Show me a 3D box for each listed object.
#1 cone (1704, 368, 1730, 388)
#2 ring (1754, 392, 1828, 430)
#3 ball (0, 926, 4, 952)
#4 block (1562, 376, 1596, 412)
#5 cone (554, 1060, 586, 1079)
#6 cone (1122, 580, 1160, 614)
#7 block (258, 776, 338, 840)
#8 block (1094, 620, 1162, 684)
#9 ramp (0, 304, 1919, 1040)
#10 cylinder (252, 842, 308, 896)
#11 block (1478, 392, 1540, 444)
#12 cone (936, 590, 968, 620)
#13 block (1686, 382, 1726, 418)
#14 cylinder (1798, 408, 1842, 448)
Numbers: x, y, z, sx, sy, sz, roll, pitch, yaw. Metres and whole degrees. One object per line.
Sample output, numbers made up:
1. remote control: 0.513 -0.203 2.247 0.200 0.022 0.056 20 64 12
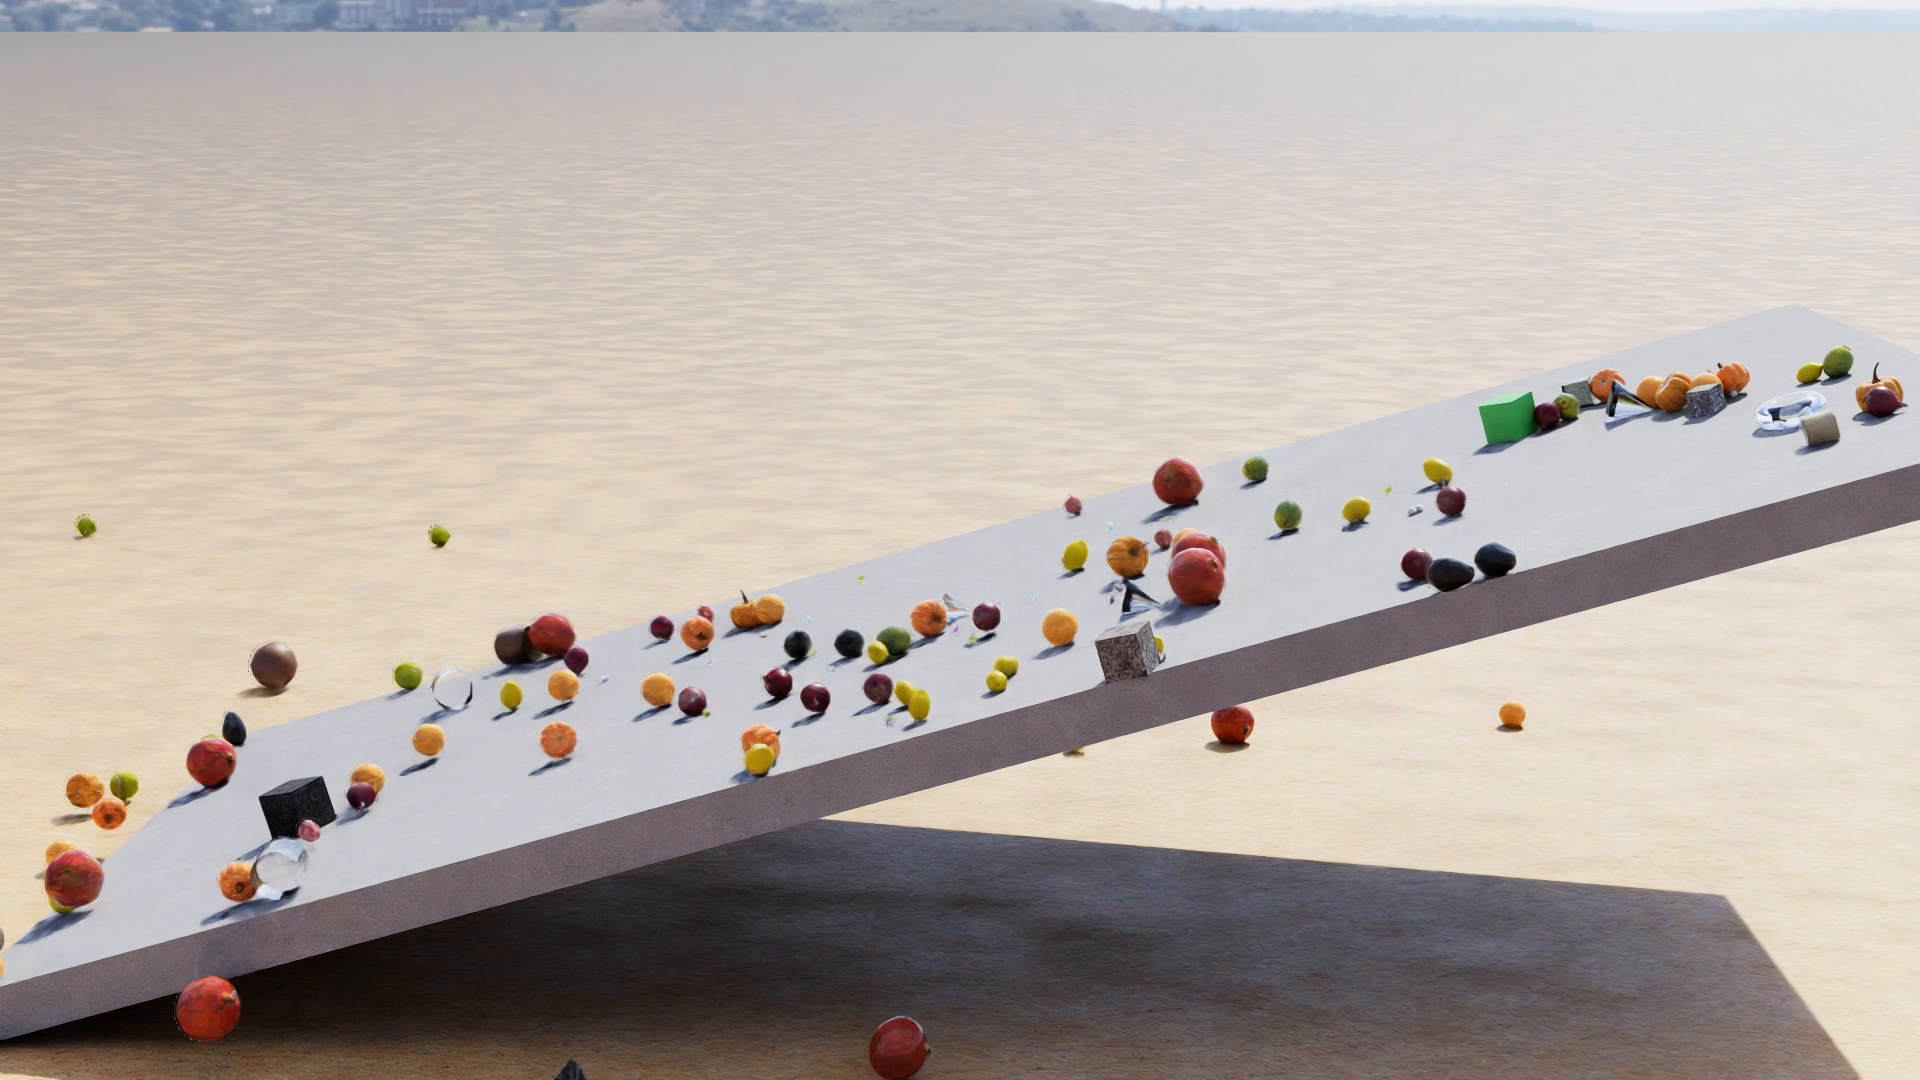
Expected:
1. cone: 1.641 -0.339 6.363 0.056 0.056 0.056 13 13 9
2. ring: 1.644 -0.256 5.819 0.143 0.048 0.143 -17 10 3
3. ball: -1.904 0.777 5.712 0.093 0.093 0.093 0 11 0
4. block: 1.392 -0.330 6.618 0.060 0.060 0.060 -13 10 20
5. cone: -0.715 0.982 5.241 0.083 0.083 0.083 -25 7 9
6. cone: 0.365 0.122 5.840 0.072 0.072 0.072 13 13 11
7. block: -1.368 0.554 6.076 0.097 0.097 0.097 -10 12 34
8. block: 0.305 0.203 5.333 0.082 0.082 0.082 -12 10 23
9. ramp: 0.087 0.188 6.323 4.000 0.100 2.000 -16 10 5
10. cylinder: -1.281 0.620 5.545 0.093 0.093 0.093 -1 1 -6
11. block: 1.214 -0.271 6.497 0.087 0.087 0.087 -7 14 45
12. cone: -0.003 0.152 6.291 0.067 0.067 0.067 25 -3 -30
13. block: 1.558 -0.292 6.144 0.054 0.054 0.054 -7 14 45
14. cylinder: 1.627 -0.212 5.563 0.059 0.059 0.059 -24 9 5
